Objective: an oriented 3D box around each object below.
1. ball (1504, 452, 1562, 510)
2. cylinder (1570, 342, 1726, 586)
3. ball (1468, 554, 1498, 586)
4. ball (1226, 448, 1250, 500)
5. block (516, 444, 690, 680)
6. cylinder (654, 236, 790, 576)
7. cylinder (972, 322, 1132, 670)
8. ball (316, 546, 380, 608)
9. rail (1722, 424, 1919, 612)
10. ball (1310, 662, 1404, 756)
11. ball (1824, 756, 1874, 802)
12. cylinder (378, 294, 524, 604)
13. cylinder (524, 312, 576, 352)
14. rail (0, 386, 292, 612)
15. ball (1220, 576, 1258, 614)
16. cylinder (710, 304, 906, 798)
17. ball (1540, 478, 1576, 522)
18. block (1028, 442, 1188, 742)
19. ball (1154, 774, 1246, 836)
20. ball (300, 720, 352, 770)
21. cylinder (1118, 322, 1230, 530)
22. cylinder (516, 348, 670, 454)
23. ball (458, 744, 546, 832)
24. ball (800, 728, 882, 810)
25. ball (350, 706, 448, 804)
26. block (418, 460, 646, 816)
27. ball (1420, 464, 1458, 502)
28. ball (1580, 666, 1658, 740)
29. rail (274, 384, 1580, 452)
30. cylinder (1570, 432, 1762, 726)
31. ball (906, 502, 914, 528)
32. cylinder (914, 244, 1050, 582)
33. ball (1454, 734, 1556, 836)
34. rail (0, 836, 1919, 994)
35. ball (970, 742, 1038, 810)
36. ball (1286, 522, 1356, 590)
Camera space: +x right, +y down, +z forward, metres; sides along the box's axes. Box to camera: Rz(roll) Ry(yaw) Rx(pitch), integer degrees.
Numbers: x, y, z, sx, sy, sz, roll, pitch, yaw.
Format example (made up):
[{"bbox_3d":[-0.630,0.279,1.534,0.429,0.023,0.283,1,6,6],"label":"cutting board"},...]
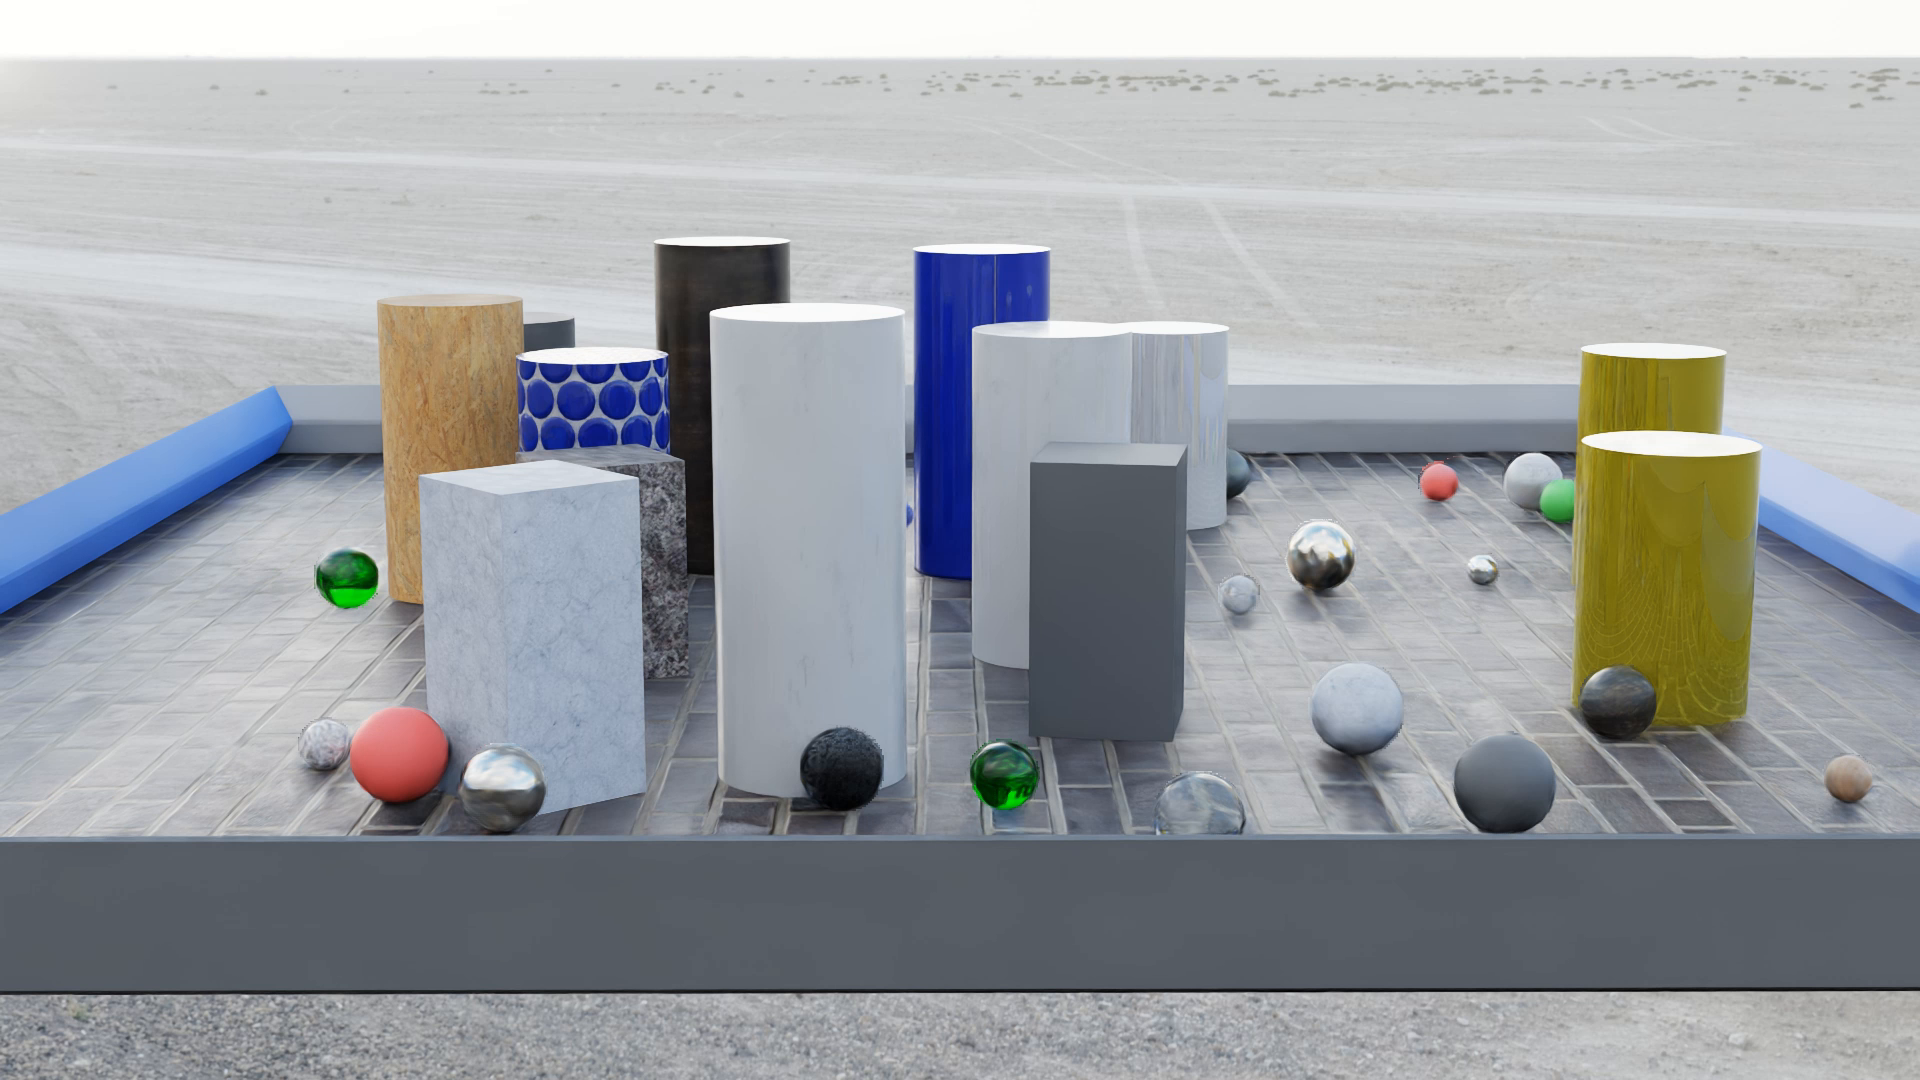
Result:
[{"bbox_3d":[0.948,-0.096,4.241,0.096,0.096,0.096,0,10,0],"label":"ball"},{"bbox_3d":[0.969,-0.101,3.615,0.197,0.333,0.197,0,10,0],"label":"cylinder"},{"bbox_3d":[0.741,0.042,3.637,0.044,0.044,0.044,0,10,0],"label":"ball"},{"bbox_3d":[0.447,-0.112,4.345,0.088,0.088,0.088,0,10,0],"label":"ball"},{"bbox_3d":[-0.434,0.028,3.113,0.158,0.262,0.158,-6,12,-27],"label":"block"},{"bbox_3d":[-0.345,-0.200,3.762,0.197,0.474,0.197,0,10,0],"label":"cylinder"},{"bbox_3d":[0.113,-0.059,3.185,0.197,0.407,0.197,0,10,0],"label":"cylinder"},{"bbox_3d":[-0.830,0.051,3.478,0.084,0.084,0.084,0,10,0],"label":"ball"},{"bbox_3d":[1.268,0.032,3.456,0.045,0.128,2.892,0,10,0],"label":"rail"},{"bbox_3d":[0.424,0.180,2.740,0.098,0.098,0.098,0,10,0],"label":"ball"},{"bbox_3d":[0.889,0.239,2.566,0.046,0.046,0.046,0,10,0],"label":"ball"},{"bbox_3d":[-0.701,-0.130,3.564,0.197,0.408,0.197,0,10,0],"label":"cylinder"},{"bbox_3d":[-0.677,-0.160,3.878,0.197,0.353,0.197,0,10,0],"label":"cylinder"},{"bbox_3d":[-1.268,0.034,3.442,0.045,0.128,2.892,0,10,0],"label":"rail"},{"bbox_3d":[0.375,0.074,3.443,0.052,0.052,0.052,0,10,0],"label":"ball"},{"bbox_3d":[-0.154,0.006,2.635,0.197,0.480,0.197,0,10,0],"label":"cylinder"},{"bbox_3d":[0.970,-0.063,4.130,0.071,0.071,0.071,0,10,0],"label":"ball"},{"bbox_3d":[0.166,0.054,2.856,0.158,0.305,0.158,2,11,9],"label":"block"},{"bbox_3d":[0.221,0.257,2.363,0.085,0.085,0.085,0,10,0],"label":"ball"},{"bbox_3d":[-0.663,0.214,2.685,0.052,0.052,0.052,0,10,0],"label":"ball"},{"bbox_3d":[0.332,-0.186,4.133,0.197,0.312,0.197,0,10,0],"label":"cylinder"},{"bbox_3d":[-0.480,-0.068,3.380,0.197,0.353,0.197,0,10,0],"label":"cylinder"},{"bbox_3d":[-0.438,0.237,2.455,0.082,0.082,0.082,0,10,0],"label":"ball"},{"bbox_3d":[-0.117,0.226,2.536,0.082,0.082,0.082,0,10,0],"label":"ball"},{"bbox_3d":[-0.560,0.214,2.561,0.097,0.097,0.097,0,10,0],"label":"ball"},{"bbox_3d":[-0.430,0.095,2.584,0.158,0.323,0.158,-9,14,-40],"label":"block"},{"bbox_3d":[0.810,-0.097,4.333,0.063,0.063,0.063,0,10,0],"label":"ball"},{"bbox_3d":[0.720,0.178,2.802,0.081,0.081,0.081,0,10,0],"label":"ball"},{"bbox_3d":[-0.008,-0.226,4.847,2.583,0.128,0.045,0,10,0],"label":"rail"},{"bbox_3d":[0.805,0.040,2.932,0.197,0.304,0.197,0,10,0],"label":"cylinder"},{"bbox_3d":[-0.095,-0.039,4.072,0.045,0.045,0.045,0,10,0],"label":"ball"},{"bbox_3d":[0.031,-0.188,3.717,0.197,0.466,0.197,0,10,0],"label":"cylinder"},{"bbox_3d":[0.521,0.234,2.455,0.097,0.097,0.097,0,10,0],"label":"ball"},{"bbox_3d":[0.008,0.292,2.050,2.583,0.128,0.045,0,10,0],"label":"rail"},{"bbox_3d":[0.044,0.233,2.541,0.067,0.067,0.067,0,10,0],"label":"ball"},{"bbox_3d":[0.507,0.022,3.598,0.097,0.097,0.097,0,10,0],"label":"ball"}]
